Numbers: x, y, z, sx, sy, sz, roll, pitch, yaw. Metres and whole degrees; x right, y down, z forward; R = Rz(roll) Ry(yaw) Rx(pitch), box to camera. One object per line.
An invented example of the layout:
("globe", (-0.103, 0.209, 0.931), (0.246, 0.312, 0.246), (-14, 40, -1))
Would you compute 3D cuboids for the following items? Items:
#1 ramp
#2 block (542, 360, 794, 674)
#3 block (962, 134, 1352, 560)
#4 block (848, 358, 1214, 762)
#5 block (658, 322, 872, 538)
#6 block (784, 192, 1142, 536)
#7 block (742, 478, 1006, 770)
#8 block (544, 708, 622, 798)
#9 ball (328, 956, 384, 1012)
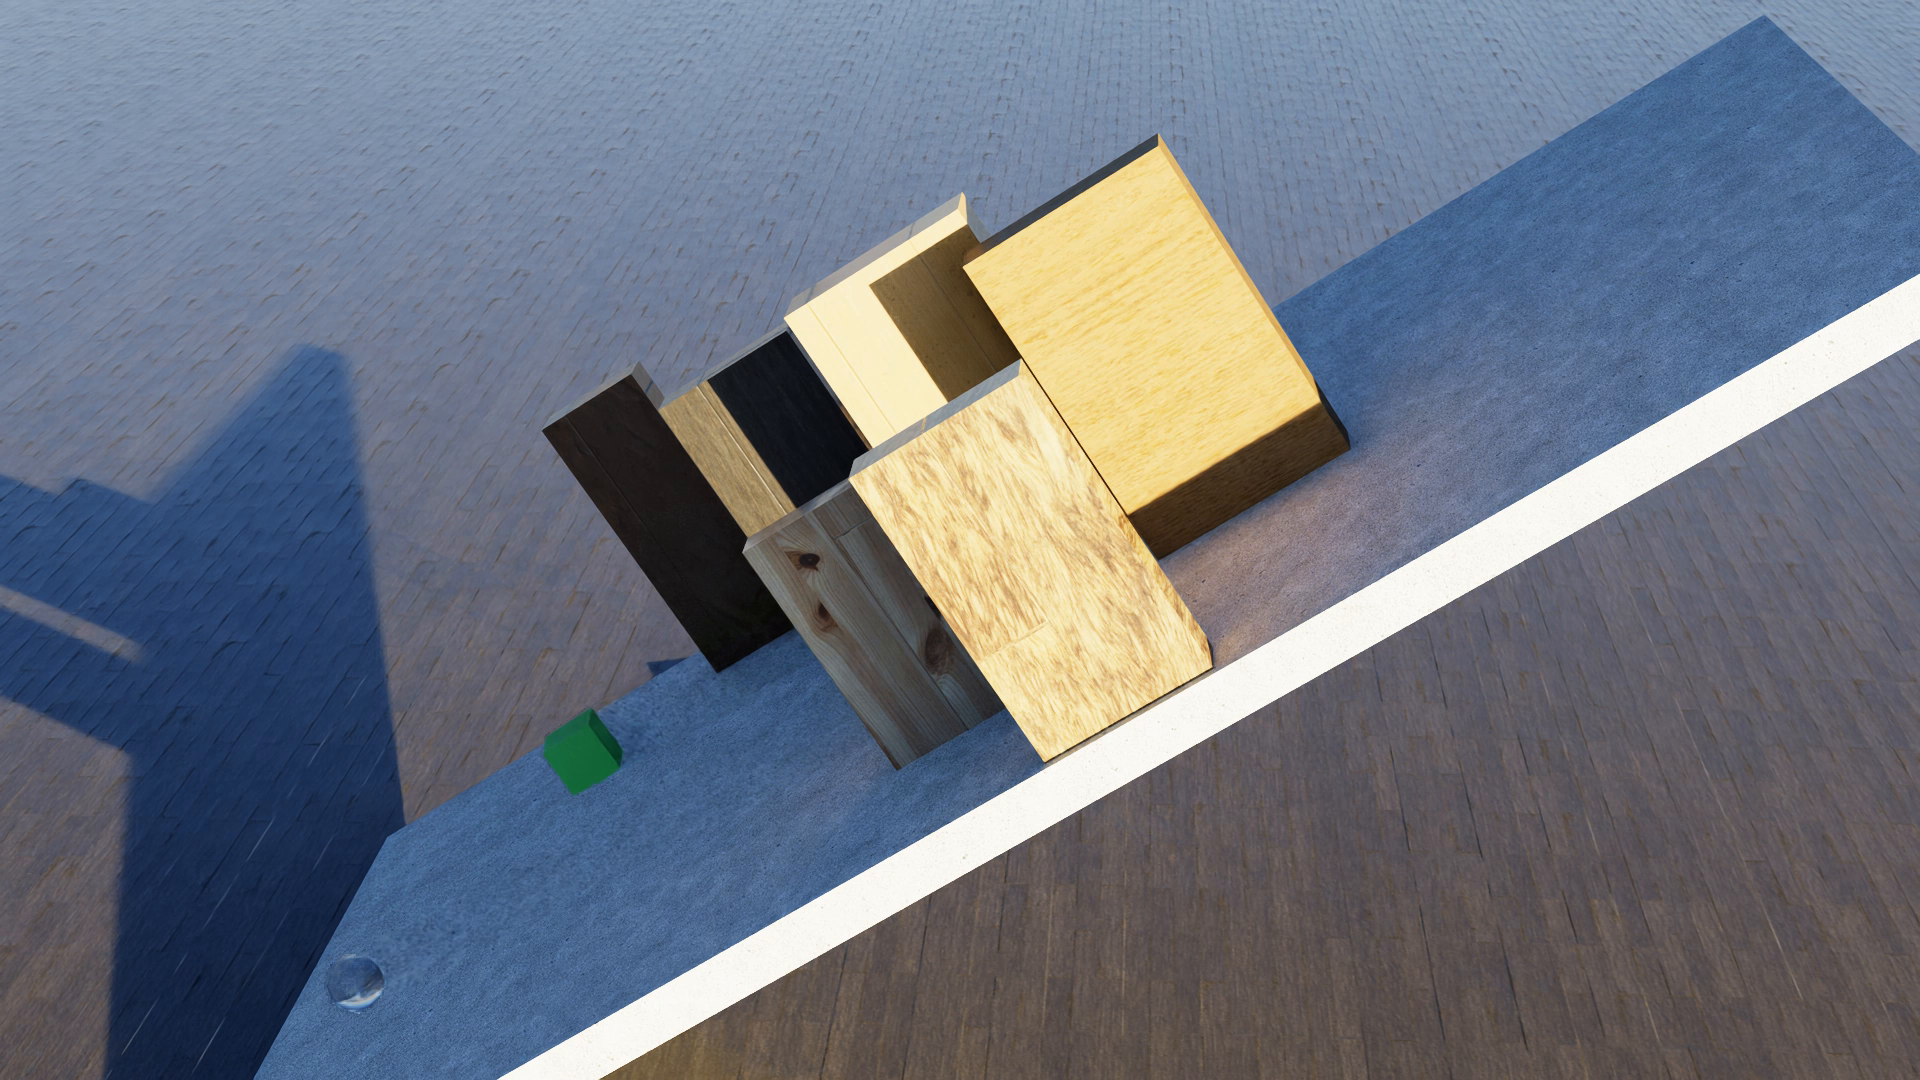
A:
("ramp", (0.140, 0.170, 6.295), (4.000, 0.100, 2.000), (-31, 15, 14))
("block", (-0.679, -0.051, 7.095), (0.263, 0.735, 0.109), (-31, 15, 14))
("block", (0.394, -0.377, 5.852), (0.449, 0.724, 0.116), (-31, 15, 14))
("block", (0.132, 0.043, 5.264), (0.356, 0.644, 0.106), (-31, 15, 14))
("block", (-0.314, -0.095, 6.486), (0.339, 0.720, 0.096), (-31, 15, 14))
("block", (0.038, -0.271, 6.147), (0.426, 0.791, 0.147), (-31, 15, 14))
("block", (-0.091, 0.120, 5.702), (0.424, 0.538, 0.082), (-31, 15, 14))
("block", (-0.897, 0.506, 7.008), (0.131, 0.131, 0.131), (-33, 15, 5))
("ball", (-1.333, 0.978, 6.486), (0.122, 0.122, 0.122), (0, 20, 0))
